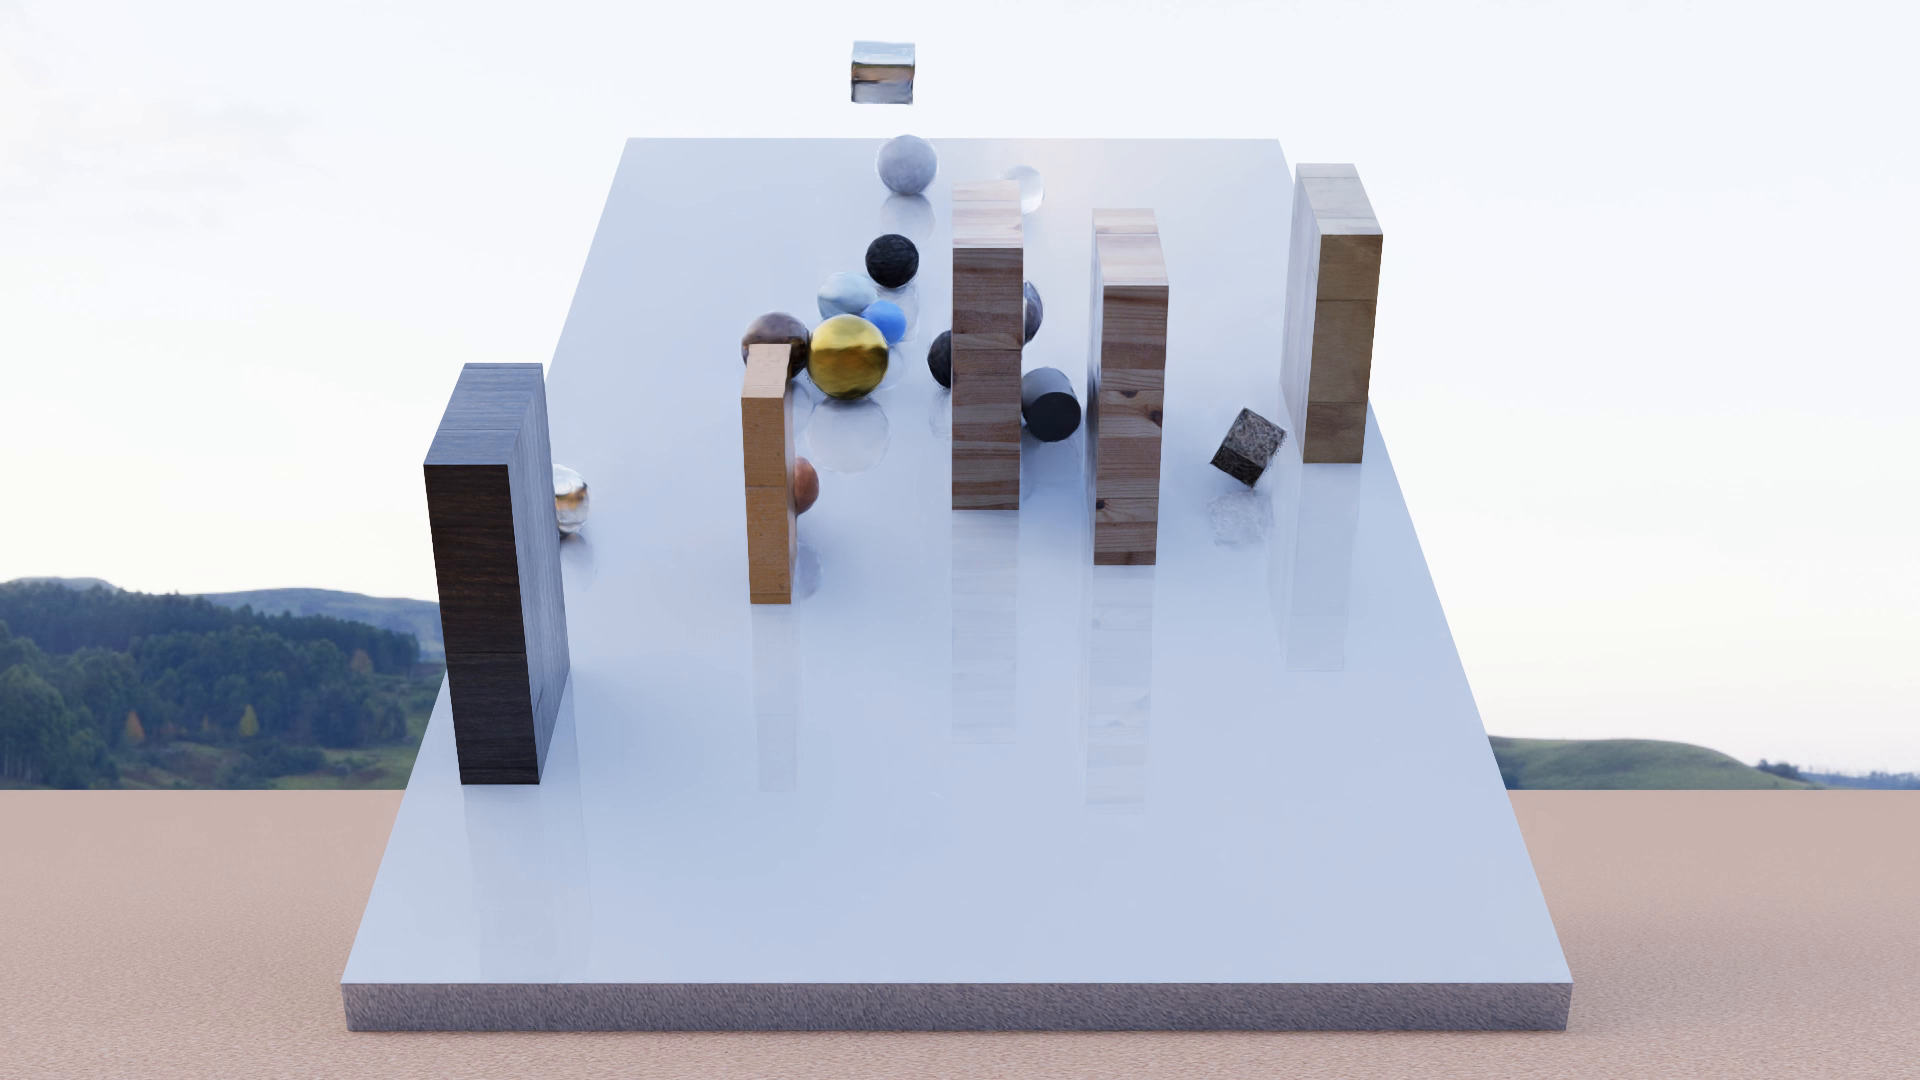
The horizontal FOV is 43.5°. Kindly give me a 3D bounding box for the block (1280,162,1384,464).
[{"bbox_3d":[0.852,-0.528,5.557,0.135,0.560,0.441,0,29,0],"label":"block"}]

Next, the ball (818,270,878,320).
[{"bbox_3d":[-0.284,-0.606,6.105,0.155,0.155,0.155,0,-6,0],"label":"ball"}]

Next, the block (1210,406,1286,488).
[{"bbox_3d":[0.643,-0.207,5.367,0.109,0.109,0.109,31,-22,3],"label":"block"}]

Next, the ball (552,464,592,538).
[{"bbox_3d":[-0.871,-0.084,5.163,0.159,0.159,0.159,0,-6,0],"label":"ball"}]

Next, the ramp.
[{"bbox_3d":[-0.012,-0.215,5.669,2.000,0.100,4.000,0,29,0],"label":"ramp"}]

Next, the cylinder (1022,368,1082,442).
[{"bbox_3d":[0.208,-0.316,5.613,0.130,0.130,0.130,1,30,-11],"label":"cylinder"}]

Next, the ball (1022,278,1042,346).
[{"bbox_3d":[0.101,-0.542,5.712,0.191,0.191,0.191,0,-6,0],"label":"ball"}]

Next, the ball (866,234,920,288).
[{"bbox_3d":[-0.179,-0.738,6.353,0.143,0.143,0.143,0,-6,0],"label":"ball"}]

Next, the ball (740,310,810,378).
[{"bbox_3d":[-0.447,-0.470,5.841,0.173,0.173,0.173,0,-6,0],"label":"ball"}]

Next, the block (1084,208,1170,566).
[{"bbox_3d":[0.349,-0.328,5.115,0.131,0.641,0.418,0,29,0],"label":"block"}]

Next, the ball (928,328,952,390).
[{"bbox_3d":[-0.003,-0.437,5.810,0.150,0.150,0.150,0,-6,0],"label":"ball"}]

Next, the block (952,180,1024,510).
[{"bbox_3d":[0.057,-0.433,5.322,0.149,0.620,0.396,0,29,0],"label":"block"}]

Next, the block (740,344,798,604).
[{"bbox_3d":[-0.389,-0.135,4.938,0.084,0.471,0.248,0,29,0],"label":"block"}]

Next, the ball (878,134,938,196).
[{"bbox_3d":[-0.152,-1.083,6.938,0.173,0.173,0.173,0,-6,0],"label":"ball"}]

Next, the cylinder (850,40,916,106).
[{"bbox_3d":[-0.214,-1.317,6.776,0.175,0.175,0.175,2,-6,0],"label":"cylinder"}]

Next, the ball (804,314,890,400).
[{"bbox_3d":[-0.270,-0.437,5.752,0.205,0.205,0.205,0,-6,0],"label":"ball"}]

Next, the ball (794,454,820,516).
[{"bbox_3d":[-0.371,-0.118,5.170,0.138,0.138,0.138,0,-6,0],"label":"ball"}]

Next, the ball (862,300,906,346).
[{"bbox_3d":[-0.193,-0.541,6.028,0.117,0.117,0.117,0,-6,0],"label":"ball"}]

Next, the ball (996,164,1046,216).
[{"bbox_3d":[0.169,-0.989,6.799,0.147,0.147,0.147,0,-6,0],"label":"ball"}]

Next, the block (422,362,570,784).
[{"bbox_3d":[-0.837,0.060,4.397,0.143,0.657,0.406,0,29,0],"label":"block"}]
